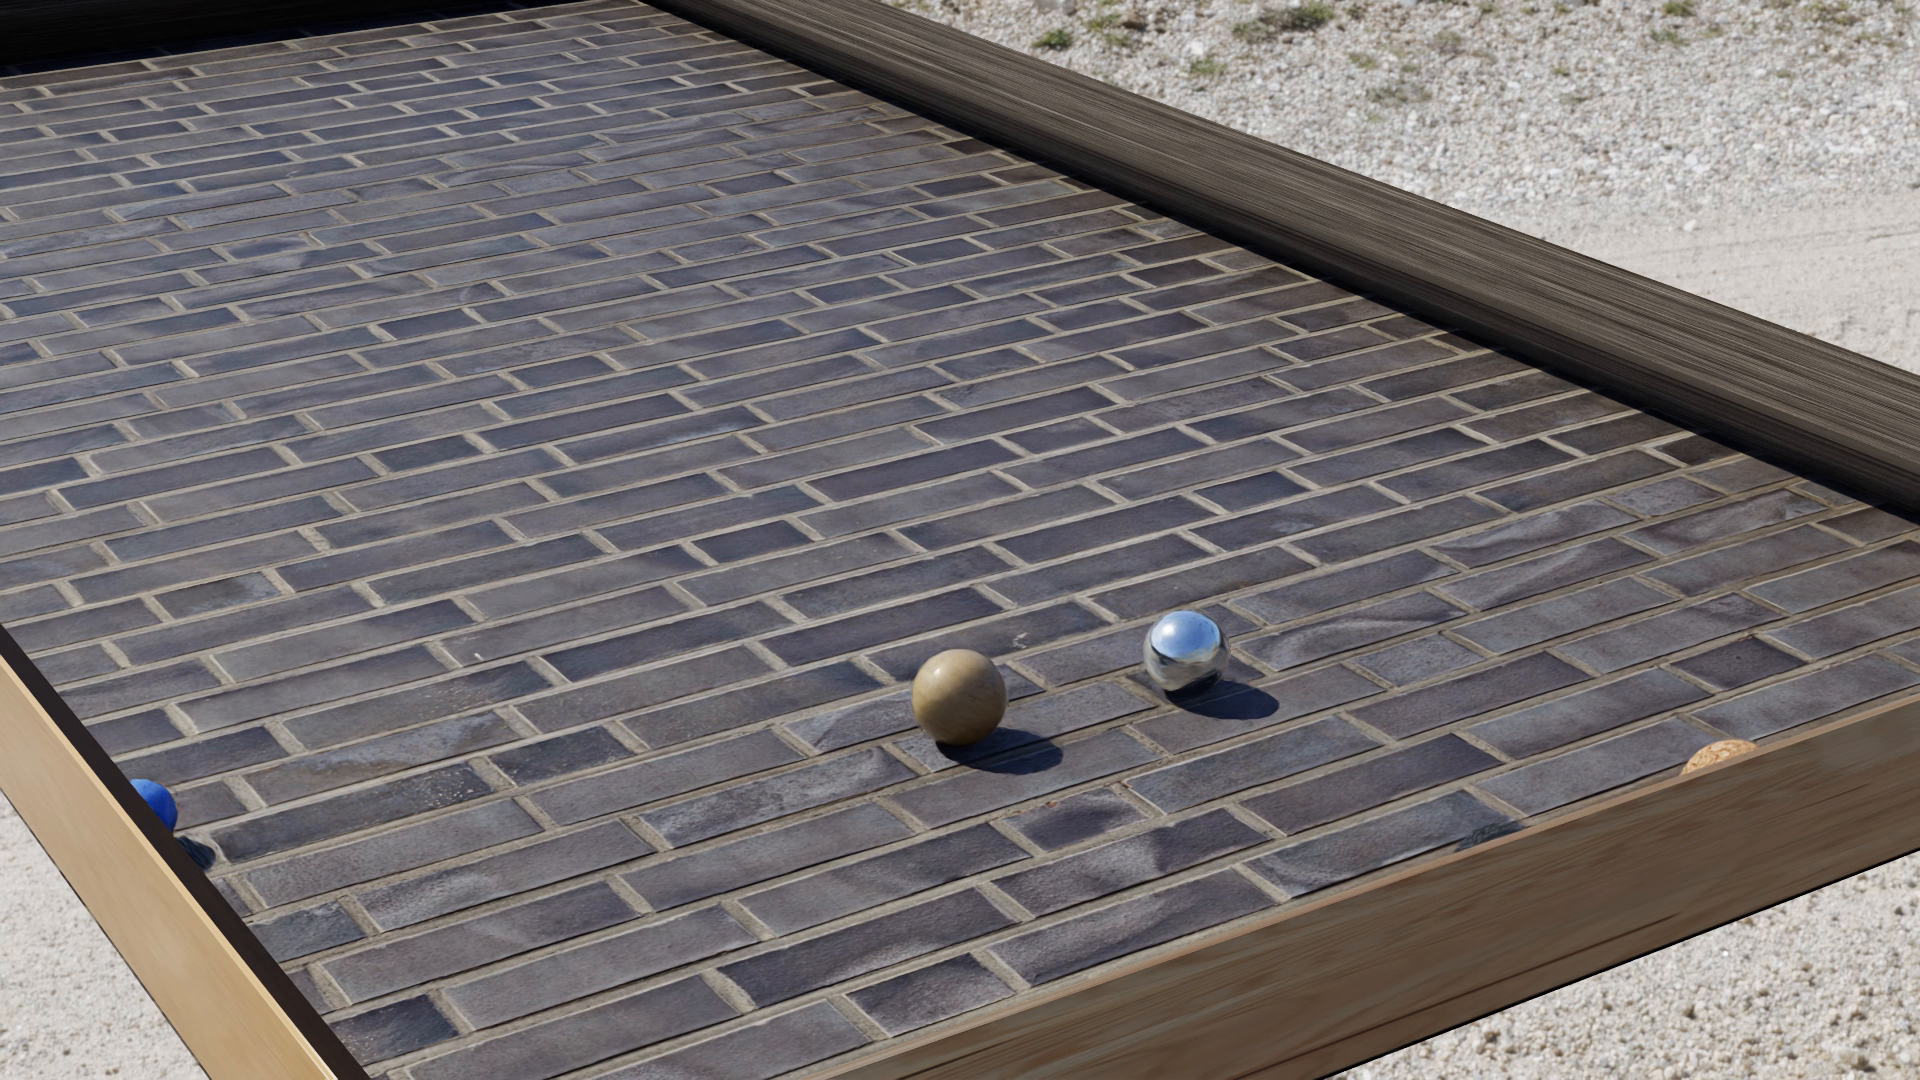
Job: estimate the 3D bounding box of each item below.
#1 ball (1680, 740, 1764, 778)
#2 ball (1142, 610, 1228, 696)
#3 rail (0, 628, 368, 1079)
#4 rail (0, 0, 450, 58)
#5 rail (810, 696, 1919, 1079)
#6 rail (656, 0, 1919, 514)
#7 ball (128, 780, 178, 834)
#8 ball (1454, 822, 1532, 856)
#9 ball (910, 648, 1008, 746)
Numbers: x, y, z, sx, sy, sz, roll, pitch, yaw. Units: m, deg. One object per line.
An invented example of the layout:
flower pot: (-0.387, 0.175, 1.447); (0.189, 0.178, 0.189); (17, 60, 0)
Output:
ball: (0.509, 0.168, 1.937); (0.072, 0.072, 0.072); (0, 23, 0)
ball: (0.165, 0.082, 2.151); (0.063, 0.063, 0.063); (0, 23, 0)
rail: (-1.002, -0.110, 2.532); (0.045, 0.118, 2.884); (-14, 27, -30)
rail: (-1.151, -0.727, 3.994); (1.504, 0.118, 0.045); (-14, 27, -30)
rail: (0.375, 0.203, 1.791); (1.504, 0.118, 0.045); (-14, 27, -30)
rail: (0.226, -0.414, 3.254); (0.045, 0.118, 2.884); (-14, 27, -30)
ball: (-0.540, 0.181, 1.935); (0.048, 0.048, 0.048); (0, 23, 0)
ball: (0.340, 0.211, 1.836); (0.070, 0.070, 0.070); (0, 23, 0)
ball: (-0.001, 0.111, 2.077); (0.068, 0.068, 0.068); (0, 23, 0)
